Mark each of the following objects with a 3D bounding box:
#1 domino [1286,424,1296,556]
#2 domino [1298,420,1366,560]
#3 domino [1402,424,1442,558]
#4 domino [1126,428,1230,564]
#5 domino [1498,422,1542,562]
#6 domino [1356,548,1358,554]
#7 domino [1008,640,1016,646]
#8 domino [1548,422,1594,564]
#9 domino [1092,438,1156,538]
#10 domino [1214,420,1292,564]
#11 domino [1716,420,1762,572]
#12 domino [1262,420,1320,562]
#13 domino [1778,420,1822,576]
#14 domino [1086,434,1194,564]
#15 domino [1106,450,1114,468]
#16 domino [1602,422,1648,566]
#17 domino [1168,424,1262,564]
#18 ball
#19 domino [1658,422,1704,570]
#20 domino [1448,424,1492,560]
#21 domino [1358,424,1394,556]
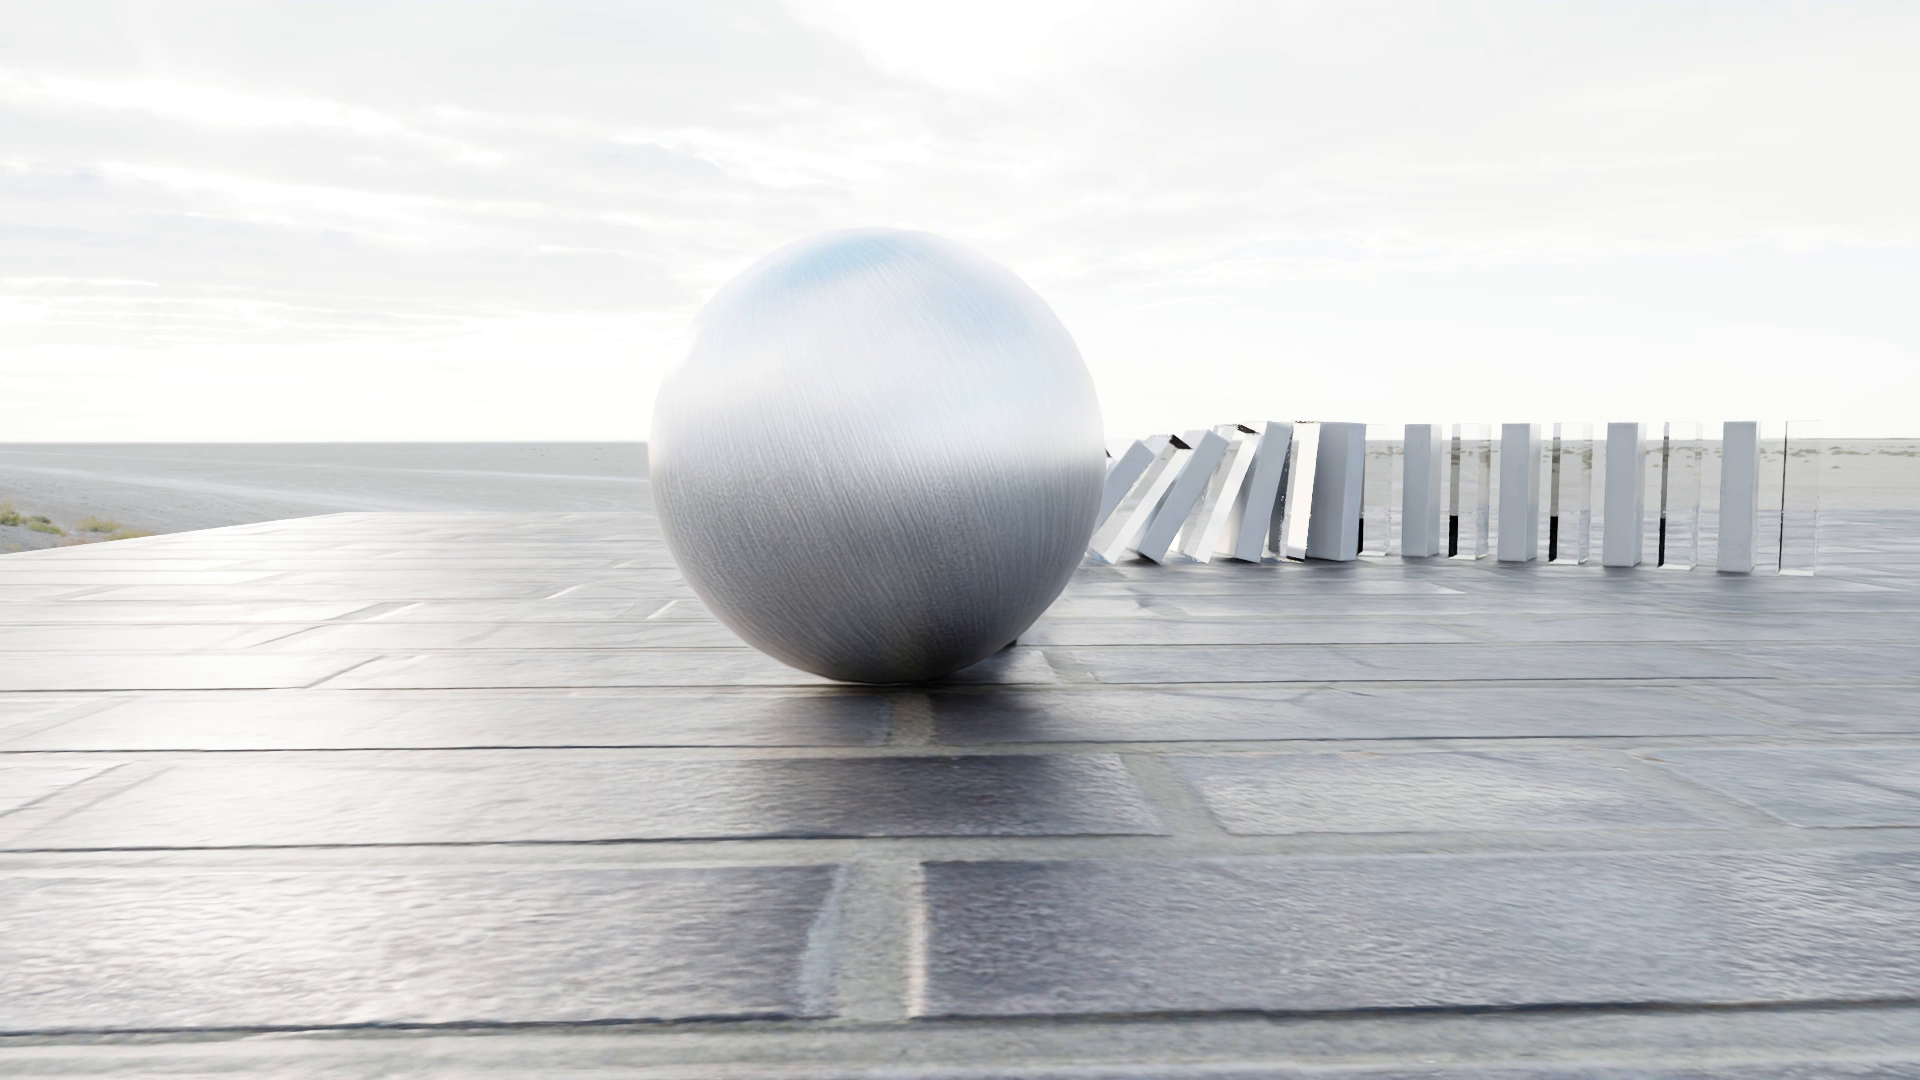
[{"bbox_3d":[0.138,-0.019,0.489,0.025,0.050,0.010,1,4,17],"label":"domino"},{"bbox_3d":[0.135,-0.019,0.474,0.010,0.050,0.025,-1,6,-37],"label":"domino"},{"bbox_3d":[0.178,-0.019,0.493,0.009,0.050,0.025,2,5,30],"label":"domino"},{"bbox_3d":[0.078,-0.016,0.467,0.010,0.050,0.025,30,0,-9],"label":"domino"},{"bbox_3d":[0.207,-0.018,0.475,0.010,0.050,0.025,3,5,33],"label":"domino"},{"bbox_3d":[0.146,-0.020,0.505,0.010,0.050,0.025,-2,5,-21],"label":"domino"},{"bbox_3d":[0.000,-0.003,0.275,0.025,0.050,0.009,0,-21,1],"label":"domino"},{"bbox_3d":[0.222,-0.017,0.465,0.009,0.050,0.025,3,5,34],"label":"domino"},{"bbox_3d":[0.047,-0.014,0.464,0.009,0.050,0.025,41,-8,-16],"label":"domino"},{"bbox_3d":[0.106,-0.018,0.469,0.010,0.050,0.025,13,2,-9],"label":"domino"},{"bbox_3d":[0.265,-0.015,0.436,0.010,0.050,0.025,3,5,35],"label":"domino"},{"bbox_3d":[0.119,-0.018,0.469,0.009,0.050,0.025,5,3,-9],"label":"domino"},{"bbox_3d":[0.279,-0.014,0.426,0.010,0.050,0.025,3,5,34],"label":"domino"},{"bbox_3d":[0.063,-0.015,0.466,0.010,0.050,0.025,36,-3,-11],"label":"domino"},{"bbox_3d":[0.031,-0.014,0.462,0.010,0.050,0.025,44,-16,-24],"label":"domino"},{"bbox_3d":[0.236,-0.017,0.455,0.010,0.050,0.025,3,5,34],"label":"domino"},{"bbox_3d":[0.092,-0.017,0.469,0.010,0.050,0.025,23,1,-9],"label":"domino"},{"bbox_3d":[-0.014,-0.015,0.227,0.080,0.080,0.080,0,4,0],"label":"ball"},{"bbox_3d":[0.250,-0.016,0.445,0.010,0.050,0.025,3,5,35],"label":"domino"},{"bbox_3d":[0.193,-0.019,0.484,0.010,0.050,0.025,3,5,32],"label":"domino"},{"bbox_3d":[0.163,-0.020,0.501,0.009,0.050,0.025,2,5,24],"label":"domino"}]
